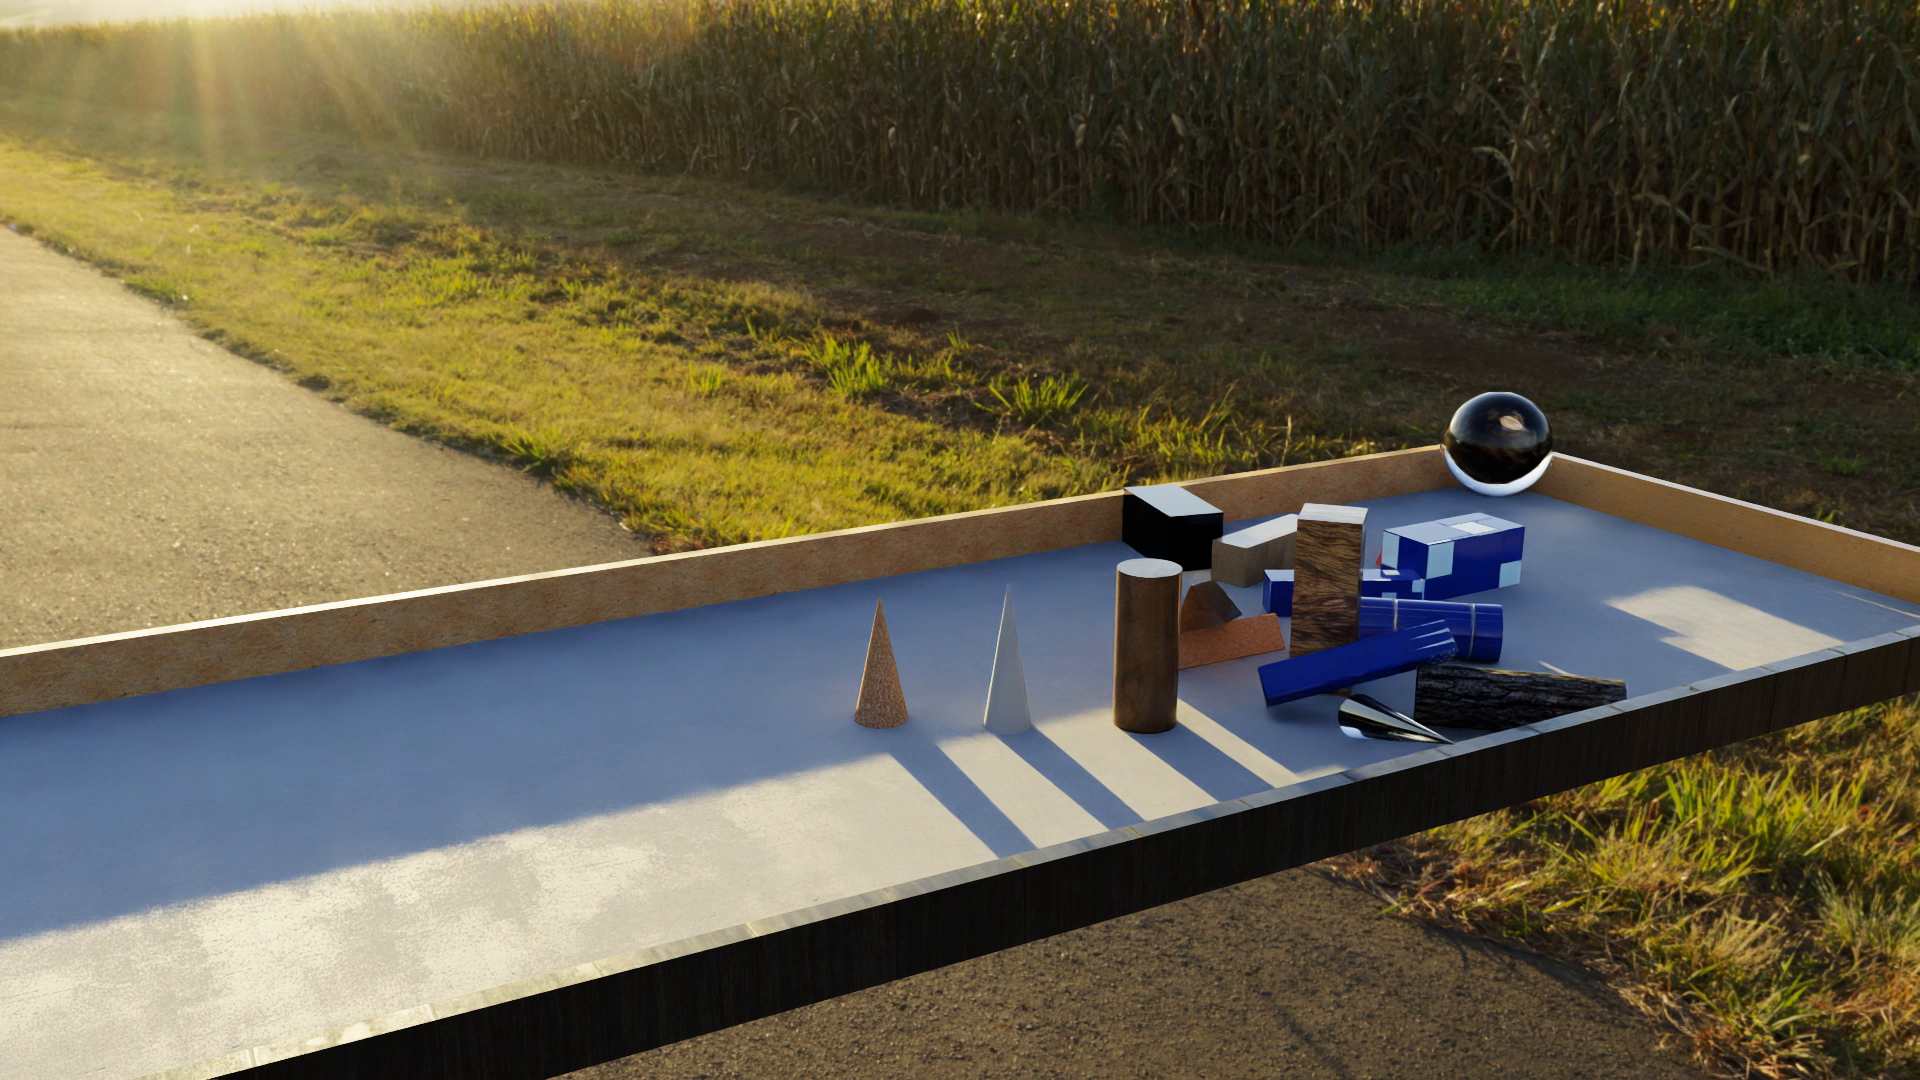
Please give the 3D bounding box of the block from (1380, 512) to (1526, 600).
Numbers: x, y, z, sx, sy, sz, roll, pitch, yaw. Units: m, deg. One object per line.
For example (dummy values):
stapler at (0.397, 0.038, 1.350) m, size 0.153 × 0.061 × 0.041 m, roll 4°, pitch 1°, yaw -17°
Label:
block at (1.454, 0.050, 4.872) m, size 0.391 × 0.177 × 0.177 m, roll -9°, pitch 19°, yaw -28°

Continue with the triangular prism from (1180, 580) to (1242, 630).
triangular prism at (0.648, 0.165, 4.342) m, size 0.126 × 0.109 × 0.450 m, roll -10°, pitch -2°, yaw 15°

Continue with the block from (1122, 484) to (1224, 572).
block at (0.664, -0.041, 5.180) m, size 0.178 × 0.178 × 0.363 m, roll -5°, pitch 17°, yaw -16°

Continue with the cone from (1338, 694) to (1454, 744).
cone at (0.967, 0.412, 3.582) m, size 0.104 × 0.104 × 0.439 m, roll -4°, pitch 2°, yaw -13°

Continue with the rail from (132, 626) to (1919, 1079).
rail at (-2.336, 1.006, 1.665) m, size 12.000 × 0.150 × 0.050 m, roll -9°, pitch 18°, yaw -27°

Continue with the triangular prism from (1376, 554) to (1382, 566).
triangular prism at (1.480, 0.024, 5.094) m, size 0.370 × 0.095 × 0.110 m, roll -5°, pitch 18°, yaw -18°

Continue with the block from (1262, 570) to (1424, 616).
block at (1.079, 0.149, 4.660) m, size 0.424 × 0.105 × 0.105 m, roll 0°, pitch 16°, yaw -1°

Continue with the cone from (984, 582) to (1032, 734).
cone at (0.111, 0.262, 3.826) m, size 0.113 × 0.358 × 0.113 m, roll 0°, pitch 16°, yaw 0°

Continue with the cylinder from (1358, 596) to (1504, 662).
cylinder at (1.169, 0.229, 4.312) m, size 0.459 × 0.149 × 0.149 m, roll 3°, pitch 17°, yaw 10°

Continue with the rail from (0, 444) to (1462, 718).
rail at (-3.305, 0.497, 3.399) m, size 12.000 × 0.150 × 0.050 m, roll -9°, pitch 18°, yaw -27°

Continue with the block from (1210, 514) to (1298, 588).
block at (0.942, 0.030, 5.035) m, size 0.123 × 0.123 × 0.414 m, roll 16°, pitch 22°, yaw 42°

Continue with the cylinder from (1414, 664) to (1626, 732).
cylinder at (1.291, 0.377, 3.820) m, size 0.453 × 0.142 × 0.142 m, roll 4°, pitch 17°, yaw 14°

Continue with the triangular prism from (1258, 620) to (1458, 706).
triangular prism at (0.943, 0.288, 3.930) m, size 0.455 × 0.088 × 0.102 m, roll -15°, pitch -19°, yaw 5°

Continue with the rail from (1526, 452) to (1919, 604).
rail at (2.466, -0.048, 5.253) m, size 0.050 × 0.150 × 2.100 m, roll -9°, pitch 18°, yaw -27°

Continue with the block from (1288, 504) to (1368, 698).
block at (0.907, 0.147, 4.072) m, size 0.153 × 0.441 × 0.153 m, roll 5°, pitch 17°, yaw 17°

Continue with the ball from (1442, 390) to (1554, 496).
ball at (1.898, -0.339, 5.819) m, size 0.372 × 0.372 × 0.372 m, roll 0°, pitch 16°, yaw 0°

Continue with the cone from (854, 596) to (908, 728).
cone at (-0.187, 0.274, 3.871) m, size 0.128 × 0.311 × 0.128 m, roll 0°, pitch 16°, yaw 0°

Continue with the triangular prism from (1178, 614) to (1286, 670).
triangular prism at (0.646, 0.263, 4.300) m, size 0.432 × 0.085 × 0.098 m, roll -8°, pitch 18°, yaw -26°

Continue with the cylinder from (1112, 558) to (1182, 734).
cylinder at (0.435, 0.246, 3.842) m, size 0.150 × 0.380 × 0.150 m, roll 0°, pitch 16°, yaw 0°
